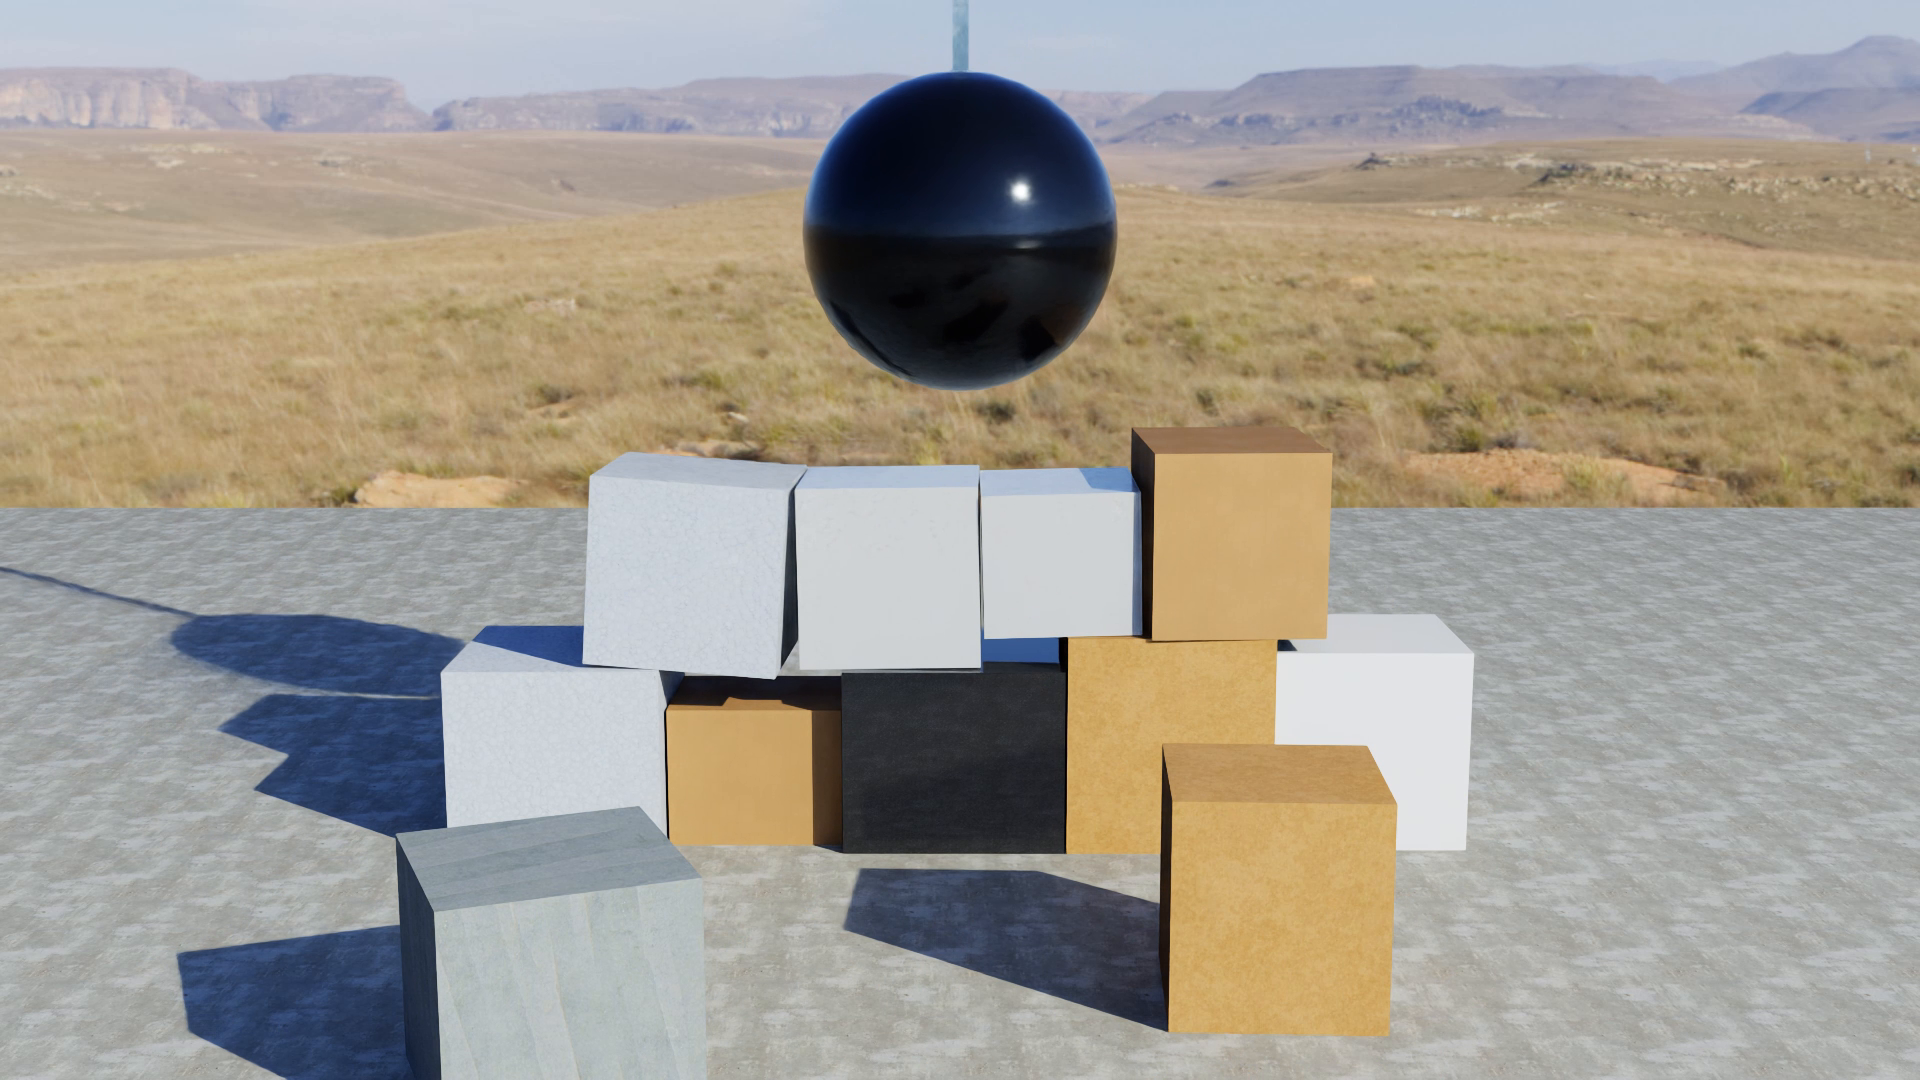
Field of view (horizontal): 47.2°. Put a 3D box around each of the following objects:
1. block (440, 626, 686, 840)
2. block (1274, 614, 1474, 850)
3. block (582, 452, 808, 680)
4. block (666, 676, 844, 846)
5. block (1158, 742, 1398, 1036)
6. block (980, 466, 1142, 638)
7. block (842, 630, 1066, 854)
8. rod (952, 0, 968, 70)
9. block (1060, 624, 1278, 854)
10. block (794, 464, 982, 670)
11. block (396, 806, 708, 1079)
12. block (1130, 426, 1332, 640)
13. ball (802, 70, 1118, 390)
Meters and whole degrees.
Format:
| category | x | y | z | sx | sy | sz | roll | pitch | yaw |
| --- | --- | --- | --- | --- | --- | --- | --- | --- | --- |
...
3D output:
| category | x | y | z | sx | sy | sz | roll | pitch | yaw |
| --- | --- | --- | --- | --- | --- | --- | --- | --- | --- |
| block | -2.009 | 1.015 | 11.353 | 1.059 | 0.940 | 1.056 | 0 | 10 | 0 |
| block | 2.048 | 0.975 | 11.377 | 0.971 | 1.011 | 0.913 | 0 | 10 | 0 |
| block | -1.325 | 0.110 | 11.143 | 0.953 | 0.937 | 0.875 | 4 | 10 | 3 |
| block | -1.029 | 1.130 | 11.391 | 0.873 | 0.700 | 0.727 | 0 | 10 | 0 |
| block | 1.286 | 1.420 | 9.081 | 0.873 | 0.956 | 0.852 | 0 | 10 | 2 |
| block | 0.500 | 0.051 | 11.174 | 0.777 | 0.710 | 0.855 | -1 | 10 | 0 |
| block | -0.032 | 1.020 | 11.361 | 1.102 | 0.928 | 0.981 | 0 | 10 | 0 |
| rod | 0.000 | -4.877 | 10.384 | 0.080 | 5.200 | 0.080 | 0 | 12 | 0 |
| block | 1.042 | 0.933 | 11.367 | 1.023 | 1.097 | 1.026 | 0 | 10 | 0 |
| block | -0.345 | 0.124 | 11.191 | 0.894 | 0.901 | 0.813 | -1 | 10 | 1 |
| block | -1.539 | 1.607 | 8.219 | 0.949 | 0.897 | 0.935 | -4 | 11 | -22 |
| block | 1.349 | -0.054 | 11.162 | 0.859 | 0.919 | 1.000 | 0 | 10 | -2 |
| ball | 0.000 | -1.555 | 11.105 | 1.600 | 1.600 | 1.600 | 0 | 10 | 0 |
